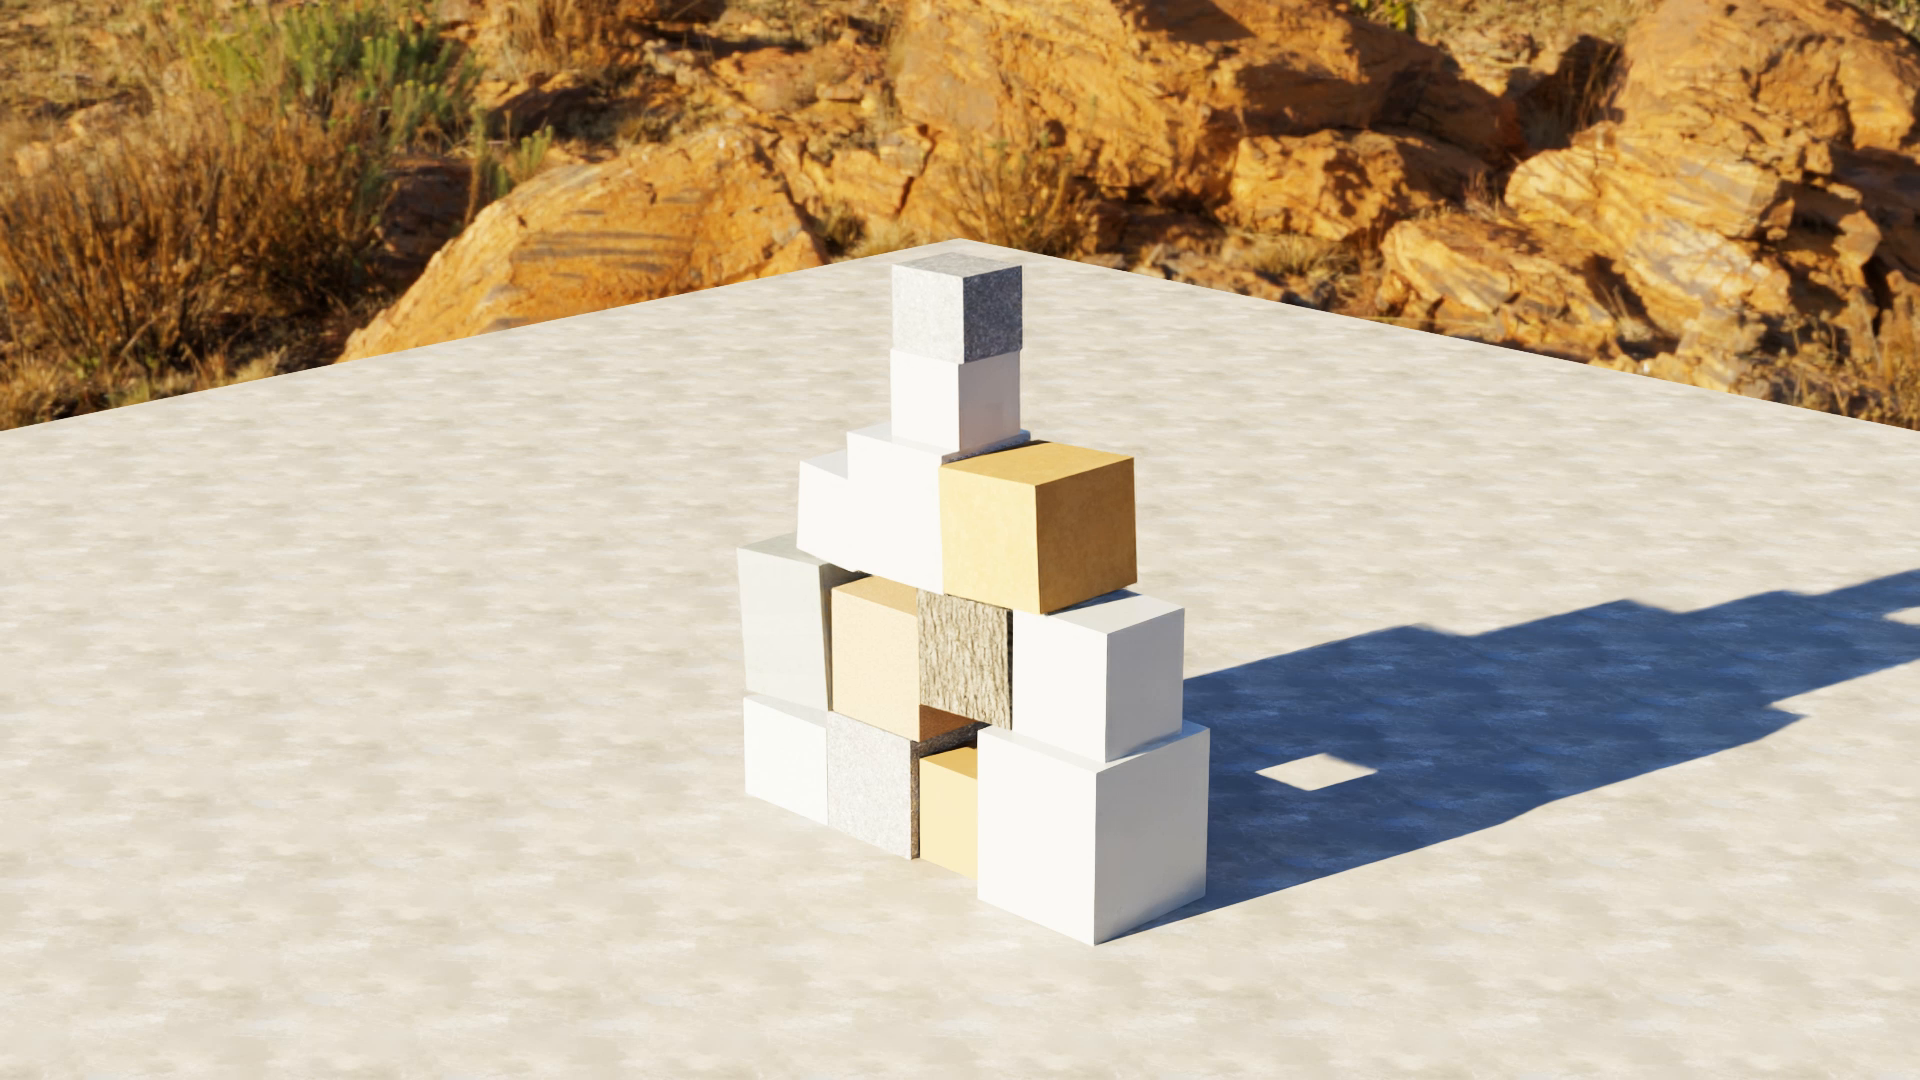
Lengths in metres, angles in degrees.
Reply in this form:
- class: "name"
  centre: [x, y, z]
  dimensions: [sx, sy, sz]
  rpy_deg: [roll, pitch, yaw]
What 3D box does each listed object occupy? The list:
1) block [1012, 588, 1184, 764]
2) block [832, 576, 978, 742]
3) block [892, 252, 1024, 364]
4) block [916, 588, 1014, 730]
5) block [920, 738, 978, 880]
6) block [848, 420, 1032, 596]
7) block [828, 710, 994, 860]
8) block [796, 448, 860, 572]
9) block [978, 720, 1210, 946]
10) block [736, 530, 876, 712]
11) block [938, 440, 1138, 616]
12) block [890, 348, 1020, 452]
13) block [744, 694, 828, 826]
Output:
- class: "block"
  centre: [0.606, 0.568, 12.856]
  dimensions: [0.505, 0.589, 0.548]
  rpy_deg: [-17, 24, -42]
- class: "block"
  centre: [-0.192, 0.515, 13.718]
  dimensions: [0.579, 0.604, 0.567]
  rpy_deg: [17, 24, 42]
- class: "block"
  centre: [-0.010, -1.037, 13.055]
  dimensions: [0.376, 0.383, 0.443]
  rpy_deg: [-17, 23, -42]
- class: "block"
  centre: [0.207, 0.467, 13.266]
  dimensions: [0.553, 0.553, 0.565]
  rpy_deg: [-17, 21, -42]
- class: "block"
  centre: [0.158, 1.245, 13.558]
  dimensions: [0.468, 0.494, 0.501]
  rpy_deg: [-17, 24, -42]
- class: "block"
  centre: [-0.091, -0.182, 13.370]
  dimensions: [0.572, 0.644, 0.606]
  rpy_deg: [-17, 23, -42]
- class: "block"
  centre: [-0.226, 1.083, 13.908]
  dimensions: [0.572, 0.593, 0.562]
  rpy_deg: [-17, 24, -42]
- class: "block"
  centre: [-0.456, -0.158, 13.764]
  dimensions: [0.455, 0.435, 0.397]
  rpy_deg: [-17, 28, -42]
- class: "block"
  centre: [0.594, 1.224, 13.099]
  dimensions: [0.749, 0.810, 0.706]
  rpy_deg: [-17, 24, -42]
- class: "block"
  centre: [-0.630, 0.358, 14.107]
  dimensions: [0.608, 0.711, 0.578]
  rpy_deg: [-17, 20, -42]
- class: "block"
  centre: [0.346, -0.065, 12.951]
  dimensions: [0.633, 0.575, 0.588]
  rpy_deg: [-17, 21, -42]
- class: "block"
  centre: [-0.020, -0.664, 13.164]
  dimensions: [0.391, 0.395, 0.425]
  rpy_deg: [-17, 23, -42]
- class: "block"
  centre: [-0.635, 1.004, 14.325]
  dimensions: [0.585, 0.495, 0.593]
  rpy_deg: [-17, 24, -42]
